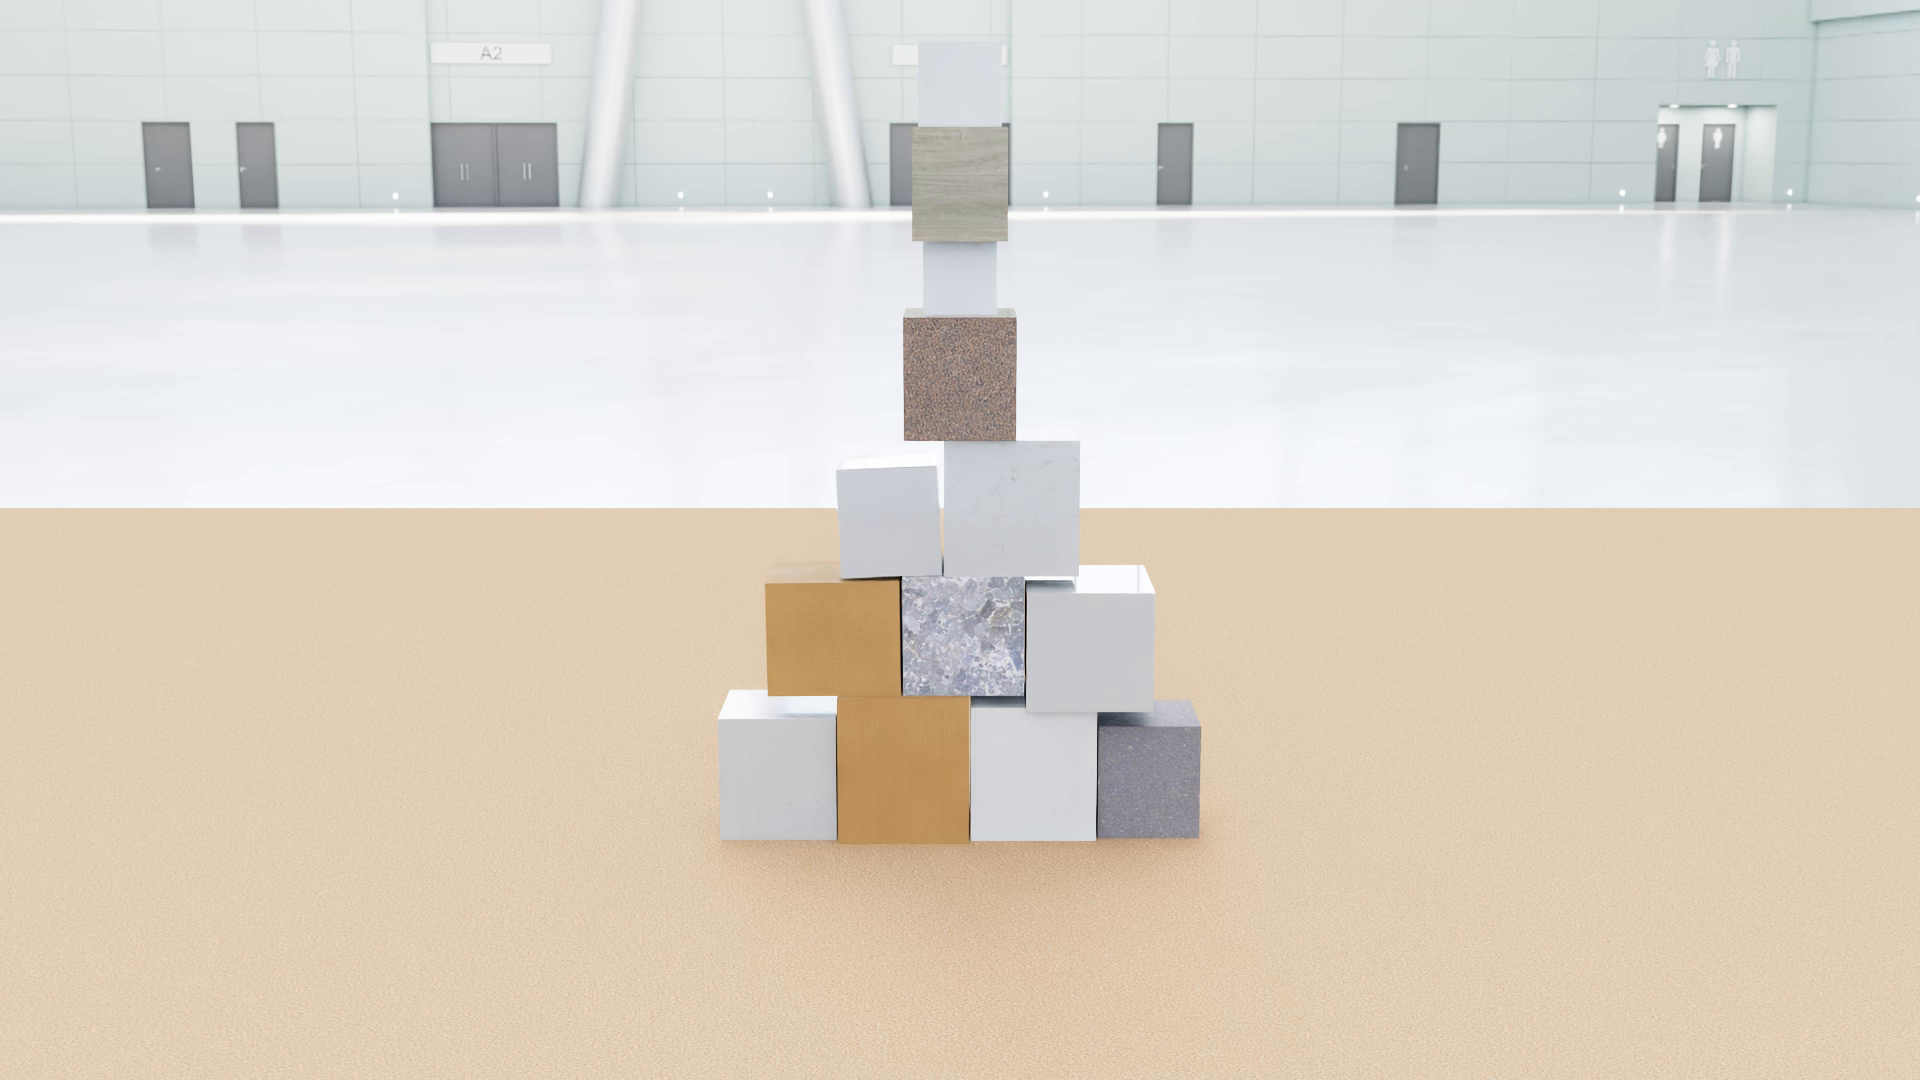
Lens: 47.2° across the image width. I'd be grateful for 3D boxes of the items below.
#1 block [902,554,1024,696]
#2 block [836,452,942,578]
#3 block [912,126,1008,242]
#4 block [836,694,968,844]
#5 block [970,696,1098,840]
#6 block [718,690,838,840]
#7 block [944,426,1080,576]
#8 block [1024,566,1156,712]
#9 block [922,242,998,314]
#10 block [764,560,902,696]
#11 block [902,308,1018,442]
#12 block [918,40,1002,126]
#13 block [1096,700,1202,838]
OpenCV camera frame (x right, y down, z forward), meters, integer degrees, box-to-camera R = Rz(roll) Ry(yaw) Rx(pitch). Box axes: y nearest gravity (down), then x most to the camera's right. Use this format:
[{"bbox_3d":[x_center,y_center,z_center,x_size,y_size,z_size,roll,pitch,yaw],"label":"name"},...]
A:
[{"bbox_3d":[0.017,0.429,11.277,0.607,0.608,0.594,0,10,0],"label":"block"},{"bbox_3d":[-0.352,-0.133,11.144,0.502,0.549,0.481,-2,10,0],"label":"block"},{"bbox_3d":[0.000,-1.758,10.845,0.464,0.546,0.474,0,10,0],"label":"block"},{"bbox_3d":[-0.286,1.104,11.376,0.661,0.757,0.676,0,10,0],"label":"block"},{"bbox_3d":[0.372,1.134,11.389,0.635,0.694,0.587,0,10,0],"label":"block"},{"bbox_3d":[-0.922,1.160,11.407,0.592,0.636,0.586,0,10,0],"label":"block"},{"bbox_3d":[0.256,-0.206,11.157,0.671,0.684,0.587,0,10,0],"label":"block"},{"bbox_3d":[0.648,0.495,11.271,0.635,0.605,0.722,0,10,0],"label":"block"},{"bbox_3d":[0.000,-1.316,10.952,0.363,0.363,0.331,0,10,0],"label":"block"},{"bbox_3d":[-0.634,0.446,11.265,0.669,0.580,0.577,-1,10,0],"label":"block"},{"bbox_3d":[0.000,-0.837,11.025,0.554,0.606,0.616,0,10,0],"label":"block"},{"bbox_3d":[0.000,-2.229,10.773,0.403,0.406,0.386,0,10,0],"label":"block"},{"bbox_3d":[0.959,1.183,11.411,0.518,0.589,0.529,0,10,0],"label":"block"}]
